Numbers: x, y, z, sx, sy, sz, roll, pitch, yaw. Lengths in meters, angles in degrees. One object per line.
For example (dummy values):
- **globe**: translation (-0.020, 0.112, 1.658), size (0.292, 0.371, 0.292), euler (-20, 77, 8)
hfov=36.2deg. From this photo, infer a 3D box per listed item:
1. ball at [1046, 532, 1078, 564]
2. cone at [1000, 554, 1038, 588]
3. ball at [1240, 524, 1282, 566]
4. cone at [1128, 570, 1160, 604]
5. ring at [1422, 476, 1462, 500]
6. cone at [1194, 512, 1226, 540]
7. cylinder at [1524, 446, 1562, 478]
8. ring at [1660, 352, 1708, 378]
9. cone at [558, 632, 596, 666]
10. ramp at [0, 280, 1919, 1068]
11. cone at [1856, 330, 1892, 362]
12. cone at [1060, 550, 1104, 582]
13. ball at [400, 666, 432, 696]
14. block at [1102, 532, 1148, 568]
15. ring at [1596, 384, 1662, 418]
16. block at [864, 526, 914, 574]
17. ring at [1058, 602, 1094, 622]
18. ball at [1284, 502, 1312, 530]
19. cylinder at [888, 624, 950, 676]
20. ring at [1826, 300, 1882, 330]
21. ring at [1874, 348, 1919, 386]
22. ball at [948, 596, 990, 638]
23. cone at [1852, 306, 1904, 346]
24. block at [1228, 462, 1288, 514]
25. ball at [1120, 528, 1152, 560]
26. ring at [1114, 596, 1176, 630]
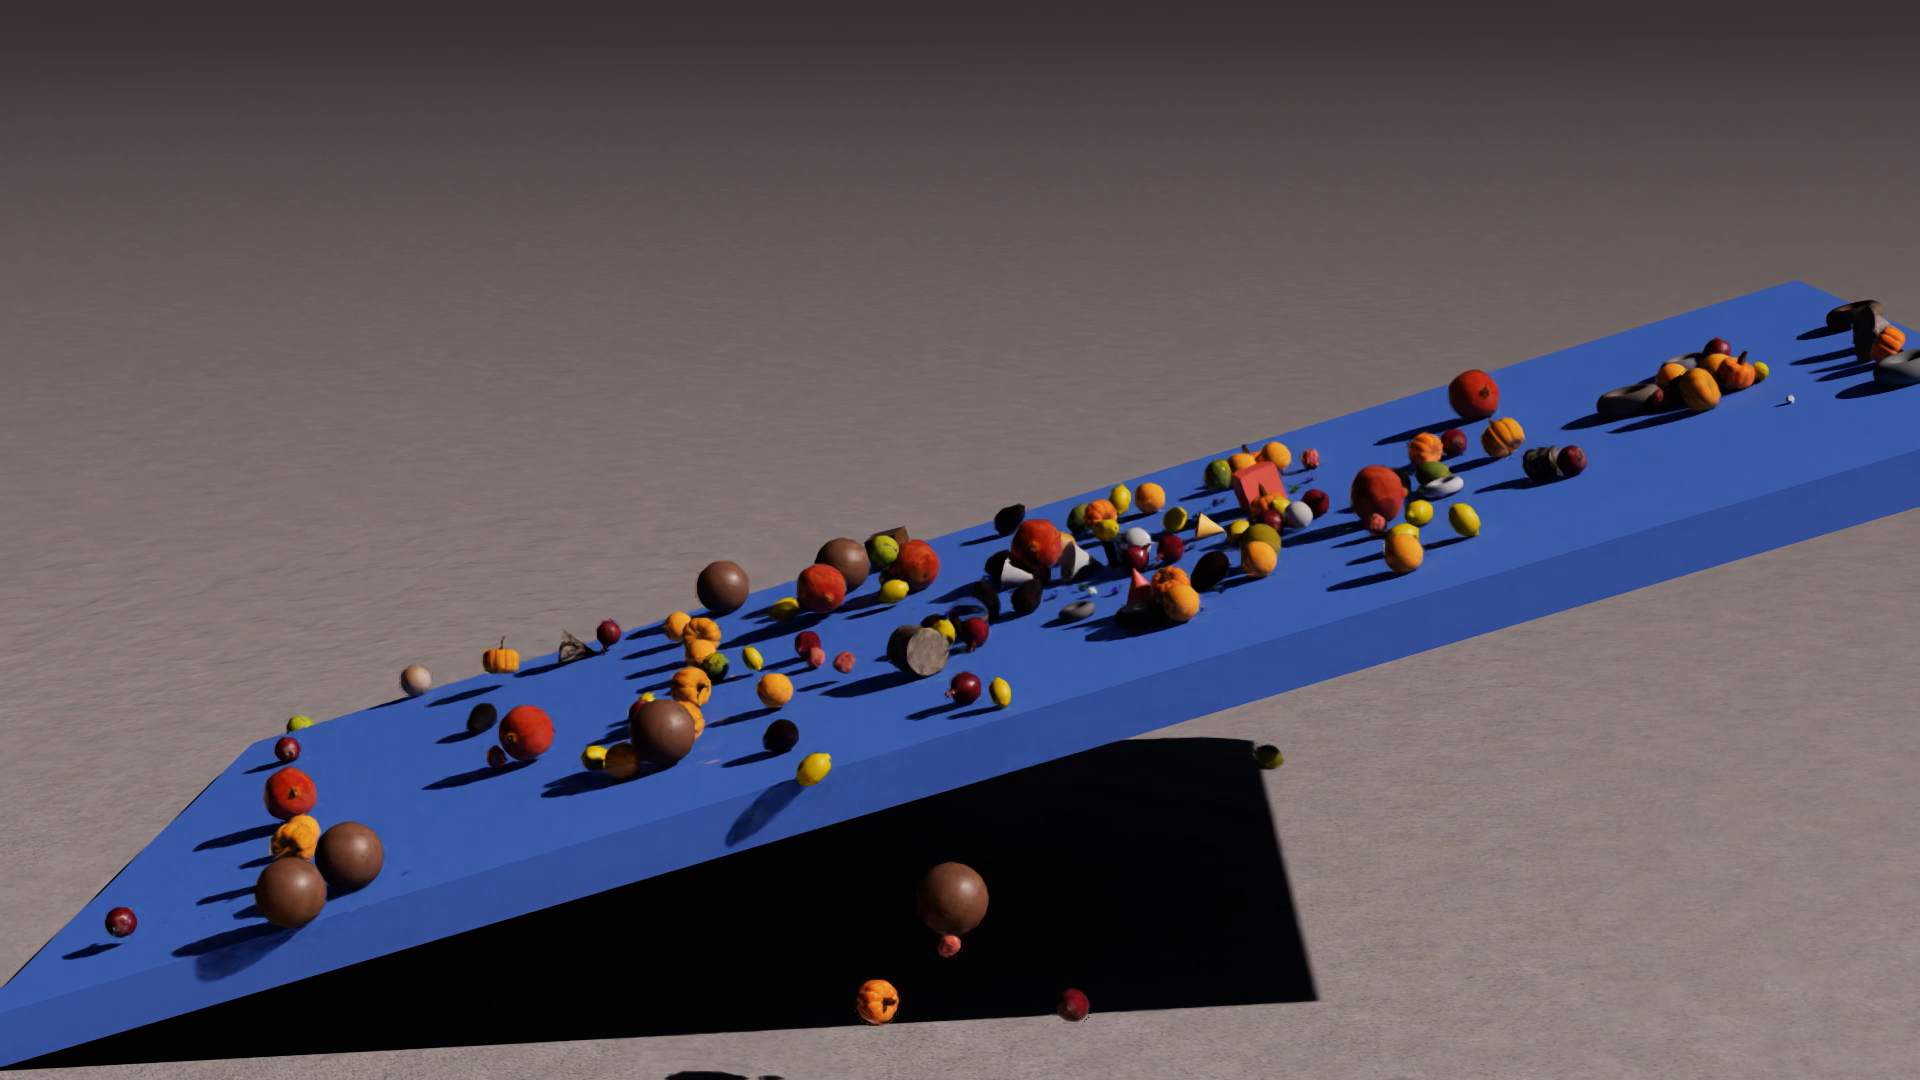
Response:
- **ball**: translation (0.224, 0.017, 6.505), size (0.071, 0.071, 0.071), euler (0, 11, 0)
- **cone**: translation (0.137, 0.080, 6.419), size (0.078, 0.078, 0.078), euler (20, 17, 15)
- **ball**: translation (0.600, 0.009, 5.874), size (0.084, 0.084, 0.084), euler (0, 11, 0)
- **cone**: translation (0.355, 0.097, 5.799), size (0.091, 0.091, 0.091), euler (-17, 10, 3)
- **ring**: translation (0.984, -0.107, 6.001), size (0.086, 0.029, 0.086), euler (-18, 10, 3)
- **cone**: translation (0.541, -0.024, 6.311), size (0.063, 0.063, 0.063), euler (9, 11, 0)
- **cylinder**: translation (1.163, -0.155, 5.869), size (0.057, 0.057, 0.057), euler (-10, 3, 38)
- **ring**: translation (1.586, -0.384, 6.443), size (0.103, 0.034, 0.103), euler (-18, 9, 3)
- **cone**: translation (-0.930, 0.272, 7.186), size (0.090, 0.090, 0.090), euler (9, 11, -3)
- **ramp**: translation (0.097, 0.184, 6.314), size (4.000, 0.100, 2.000), euler (-17, 10, 5)
- **cone**: translation (1.875, -0.390, 5.999), size (0.067, 0.067, 0.067), euler (8, 7, -25)
- **cone**: translation (0.274, 0.053, 6.319), size (0.090, 0.090, 0.090), euler (-14, 16, -23)
- **ball**: translation (-1.367, 0.353, 7.387), size (0.078, 0.078, 0.078), euler (0, 11, 0)
- **block**: translation (0.354, 0.021, 6.294), size (0.060, 0.060, 0.060), euler (-7, 15, 46)
- **ring**: translation (1.416, -0.295, 6.222), size (0.139, 0.046, 0.139), euler (-16, 9, 3)
- **block**: translation (-0.171, 0.024, 7.111), size (0.080, 0.080, 0.080), euler (-13, 11, 22)
- **ring**: translation (0.236, 0.145, 5.936), size (0.077, 0.026, 0.077), euler (-17, 11, 4)
- **ball**: translation (0.700, -0.051, 6.093), size (0.060, 0.060, 0.060), euler (0, 11, 0)
- **cylinder**: translation (-0.083, 0.219, 5.870), size (0.094, 0.094, 0.094), euler (-5, 5, -25)
- **ring**: translation (1.941, -0.489, 6.384), size (0.121, 0.040, 0.121), euler (-16, 9, 3)
- **ring**: translation (1.845, -0.335, 5.714), size (0.139, 0.046, 0.139), euler (-18, 11, 4)
- **ball**: translation (0.018, 0.159, 6.055), size (0.086, 0.086, 0.086), euler (0, 11, 0)
- **cone**: translation (1.922, -0.433, 6.115), size (0.093, 0.093, 0.093), euler (8, 10, -10)
- **block**: translation (0.652, -0.116, 6.430), size (0.085, 0.085, 0.085), euler (-22, 8, -8)
- **ball**: translation (0.373, 0.007, 6.224), size (0.067, 0.067, 0.067), euler (0, 11, 0)
- **ring**: translation (0.359, 0.142, 5.697), size (0.123, 0.041, 0.123), euler (-16, 11, 3)
